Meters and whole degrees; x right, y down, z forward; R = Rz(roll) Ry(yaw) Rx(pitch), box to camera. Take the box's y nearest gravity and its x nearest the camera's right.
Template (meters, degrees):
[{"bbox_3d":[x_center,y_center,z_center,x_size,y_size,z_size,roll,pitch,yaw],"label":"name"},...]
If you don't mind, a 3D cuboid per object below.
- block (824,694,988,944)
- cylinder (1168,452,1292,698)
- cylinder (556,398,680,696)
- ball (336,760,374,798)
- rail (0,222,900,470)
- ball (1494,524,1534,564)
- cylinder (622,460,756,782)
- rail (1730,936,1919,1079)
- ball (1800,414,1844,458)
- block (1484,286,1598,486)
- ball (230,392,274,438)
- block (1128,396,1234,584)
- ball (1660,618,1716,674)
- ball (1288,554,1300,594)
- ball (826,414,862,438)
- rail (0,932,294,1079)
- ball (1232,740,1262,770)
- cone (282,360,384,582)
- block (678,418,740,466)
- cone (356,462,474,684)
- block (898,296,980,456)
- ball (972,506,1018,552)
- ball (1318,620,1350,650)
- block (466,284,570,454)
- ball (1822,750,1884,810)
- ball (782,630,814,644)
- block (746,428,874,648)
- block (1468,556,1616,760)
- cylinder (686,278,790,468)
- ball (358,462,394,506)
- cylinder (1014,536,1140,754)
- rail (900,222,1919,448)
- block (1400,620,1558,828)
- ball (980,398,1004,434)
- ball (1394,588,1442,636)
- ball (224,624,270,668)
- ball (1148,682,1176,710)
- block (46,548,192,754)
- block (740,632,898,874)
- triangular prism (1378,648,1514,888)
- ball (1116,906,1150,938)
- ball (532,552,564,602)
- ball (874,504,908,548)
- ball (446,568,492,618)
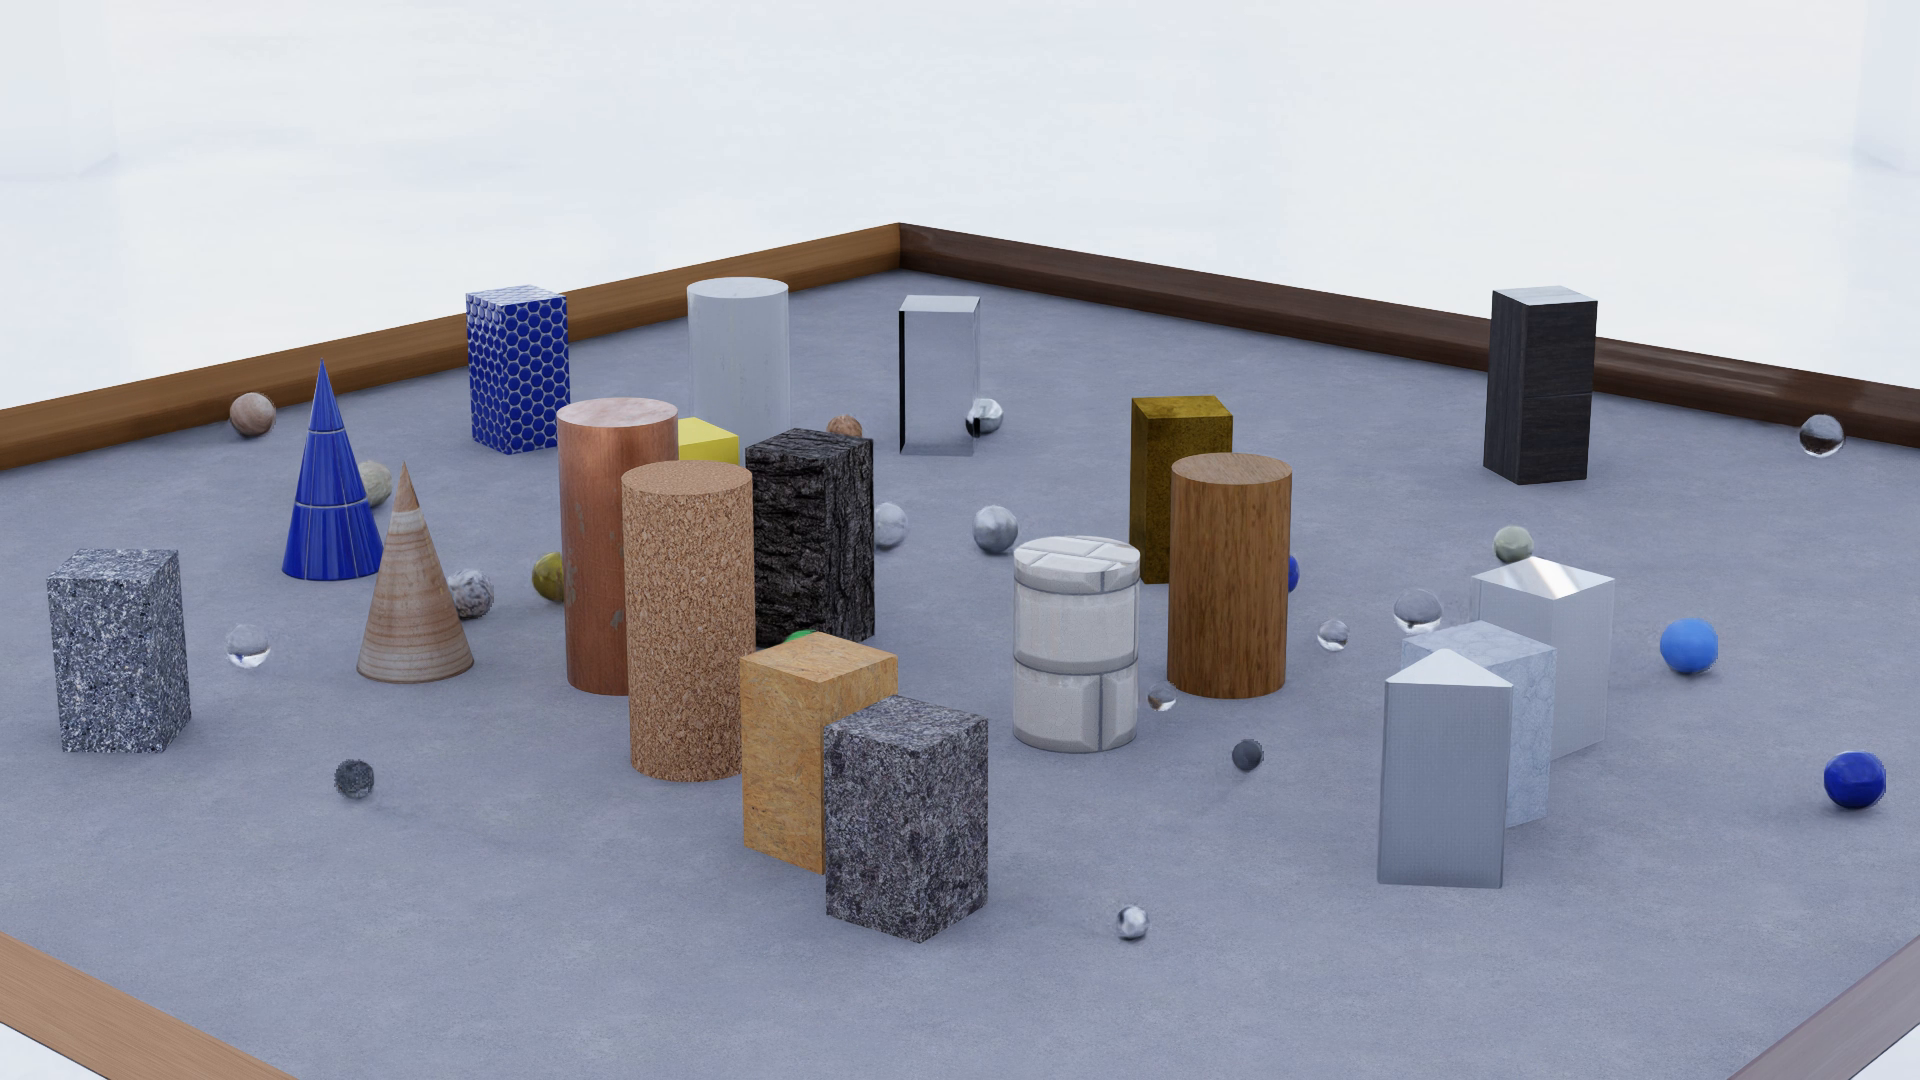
[{"bbox_3d":[-0.069,0.359,3.799,0.151,0.261,0.151,12,20,33],"label":"block"},{"bbox_3d":[0.426,0.055,4.650,0.189,0.350,0.189,0,17,0],"label":"cylinder"},{"bbox_3d":[-0.536,0.009,4.651,0.189,0.438,0.189,0,17,0],"label":"cylinder"},{"bbox_3d":[-0.868,0.343,4.210,0.054,0.054,0.054,0,17,0],"label":"ball"},{"bbox_3d":[-1.478,-0.340,6.349,0.045,0.123,4.065,14,22,39],"label":"rail"},{"bbox_3d":[0.997,0.009,5.284,0.072,0.072,0.072,0,17,0],"label":"ball"},{"bbox_3d":[-0.395,0.117,4.298,0.189,0.435,0.189,0,17,0],"label":"cylinder"},{"bbox_3d":[1.478,0.402,3.893,0.045,0.123,4.065,14,22,39],"label":"rail"},{"bbox_3d":[1.760,-0.212,5.989,0.088,0.088,0.088,0,17,0],"label":"ball"},{"bbox_3d":[1.153,-0.309,5.833,0.151,0.363,0.151,-5,18,-17],"label":"block"},{"bbox_3d":[-1.484,-0.262,6.144,0.093,0.093,0.093,0,17,0],"label":"ball"},{"bbox_3d":[0.391,-0.091,5.216,0.151,0.302,0.151,-2,17,-7],"label":"block"},{"bbox_3d":[1.173,0.170,4.721,0.089,0.089,0.089,0,17,0],"label":"ball"},{"bbox_3d":[0.551,0.058,5.102,0.083,0.083,0.083,0,17,0],"label":"ball"},{"bbox_3d":[-0.240,-0.222,6.043,0.074,0.074,0.074,0,17,0],"label":"ball"},{"bbox_3d":[-1.317,0.470,3.669,3.961,0.123,0.045,14,22,39],"label":"rail"},{"bbox_3d":[0.422,0.317,4.313,0.044,0.044,0.044,0,17,0],"label":"ball"},{"bbox_3d":[-1.126,-0.138,5.227,0.189,0.387,0.189,0,17,0],"label":"cone"},{"bbox_3d":[-0.471,-0.019,4.924,0.151,0.333,0.151,-11,20,-32],"label":"block"},{"bbox_3d":[-0.885,0.037,4.718,0.189,0.346,0.189,0,17,0],"label":"cone"},{"bbox_3d":[-0.041,-0.339,6.037,0.151,0.302,0.151,2,17,5],"label":"block"},{"bbox_3d":[0.063,-0.020,5.356,0.086,0.086,0.086,0,17,0],"label":"ball"},{"bbox_3d":[0.616,0.156,4.831,0.052,0.052,0.052,0,17,0],"label":"ball"},{"bbox_3d":[-0.913,-0.354,6.070,0.151,0.313,0.151,-12,21,-35],"label":"block"},{"bbox_3d":[1.270,0.340,4.167,0.084,0.084,0.084,0,17,0],"label":"ball"},{"bbox_3d":[-0.248,0.185,4.686,0.082,0.082,0.082,0,17,0],"label":"ball"},{"bbox_3d":[-0.246,0.004,4.838,0.151,0.339,0.151,9,19,29],"label":"block"},{"bbox_3d":[0.869,0.178,4.407,0.151,0.255,0.151,-15,22,-40],"label":"block"},{"bbox_3d":[-0.415,-0.260,5.537,0.189,0.441,0.189,0,17,0],"label":"cylinder"},{"bbox_3d":[-1.135,-0.108,5.644,0.087,0.087,0.087,0,17,0],"label":"ball"},{"bbox_3d":[0.175,0.156,4.430,0.189,0.284,0.189,0,17,0],"label":"cylinder"},{"bbox_3d":[1.317,-0.408,6.573,3.961,0.123,0.045,14,22,39],"label":"rail"},{"bbox_3d":[0.725,0.265,4.129,0.151,0.251,0.151,-11,20,-33],"label":"block"},{"bbox_3d":[0.055,-0.260,6.170,0.075,0.075,0.075,0,17,0],"label":"ball"},{"bbox_3d":[0.765,0.120,4.901,0.080,0.080,0.080,0,17,0],"label":"ball"},{"bbox_3d":[-1.154,0.172,4.747,0.071,0.071,0.071,0,17,0],"label":"ball"},{"bbox_3d":[0.313,0.243,4.557,0.045,0.045,0.045,0,17,0],"label":"ball"},{"bbox_3d":[-1.265,0.166,4.419,0.151,0.272,0.151,1,17,2],"label":"block"},{"bbox_3d":[-0.191,0.289,4.008,0.151,0.274,0.151,15,22,40],"label":"block"},{"bbox_3d":[0.648,0.304,3.939,0.164,0.286,0.142,2,17,6],"label":"triangular prism"},{"bbox_3d":[0.221,0.488,3.749,0.042,0.042,0.042,0,17,0],"label":"ball"},{"bbox_3d":[-0.699,0.063,5.080,0.086,0.086,0.086,0,17,0],"label":"ball"},{"bbox_3d":[-0.135,-0.027,5.388,0.081,0.081,0.081,0,17,0],"label":"ball"},{"bbox_3d":[-0.839,0.091,4.994,0.083,0.083,0.083,0,17,0],"label":"ball"}]
